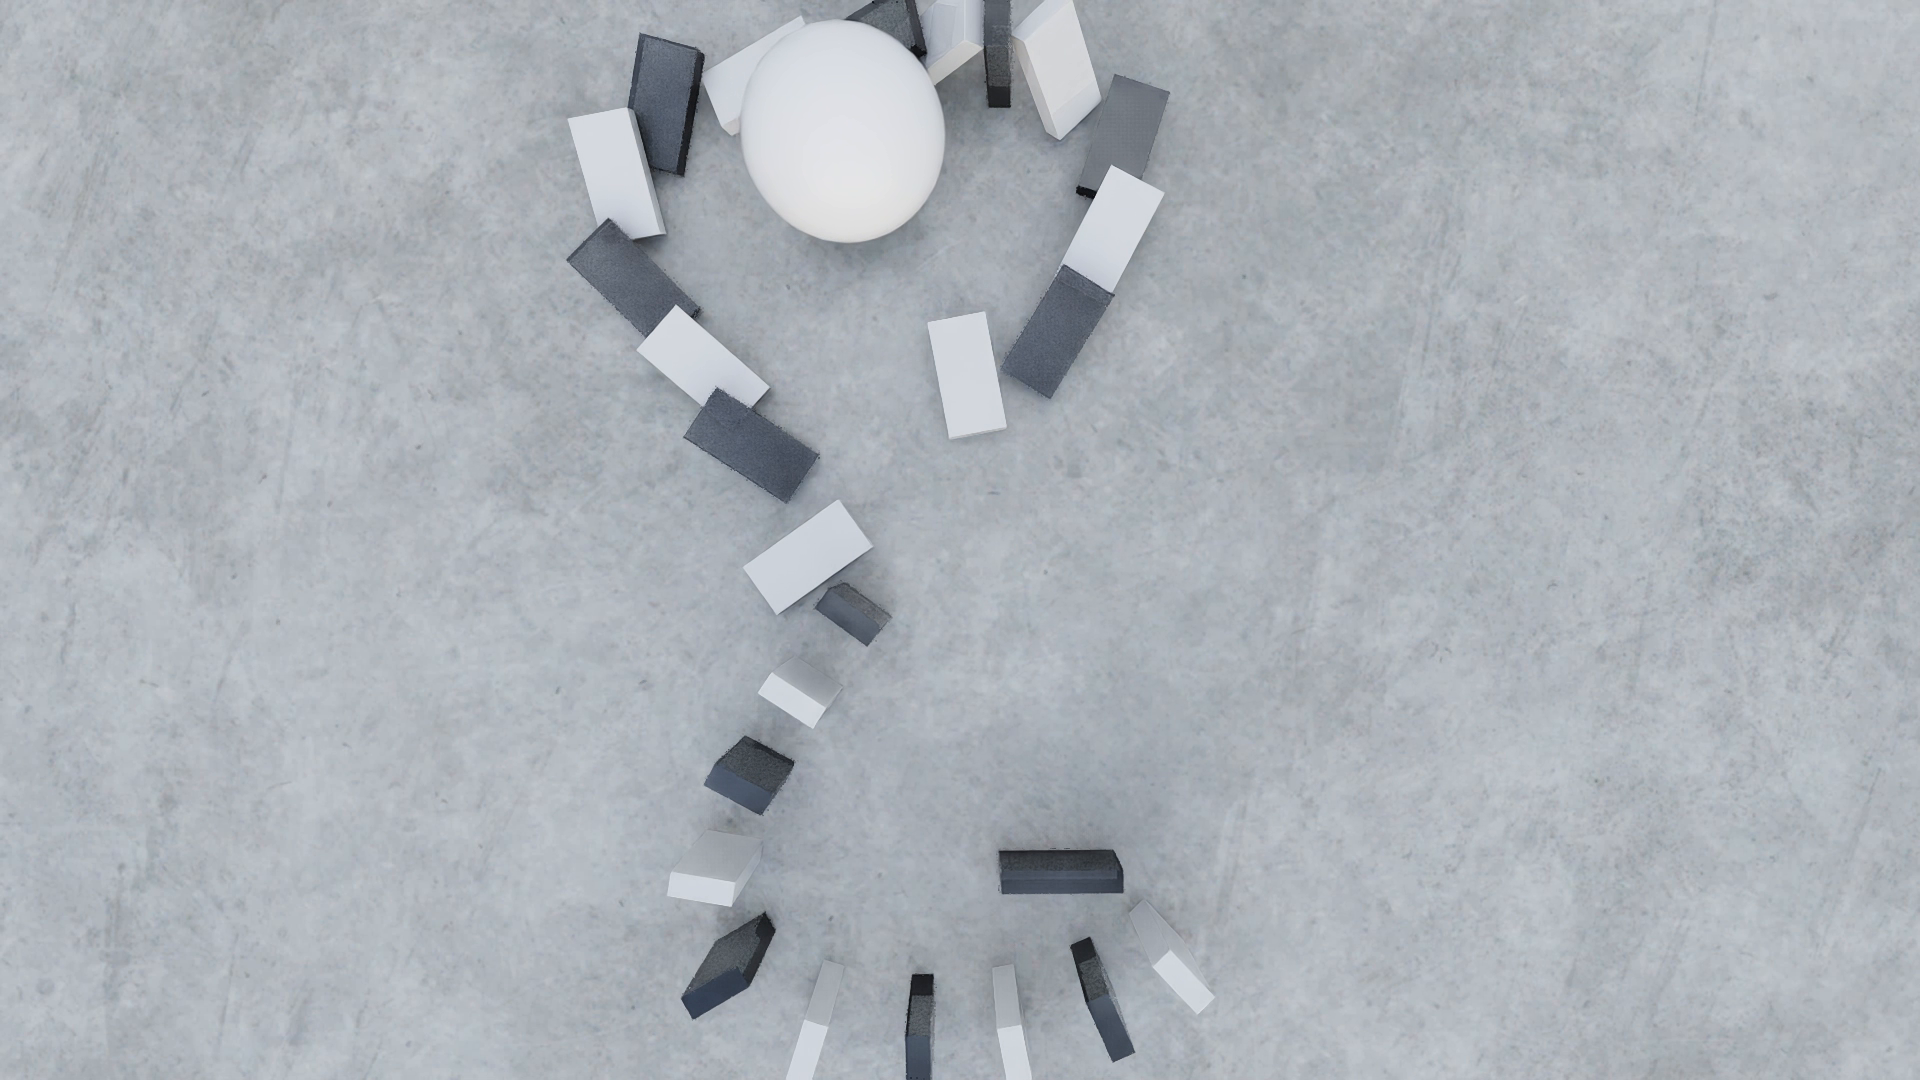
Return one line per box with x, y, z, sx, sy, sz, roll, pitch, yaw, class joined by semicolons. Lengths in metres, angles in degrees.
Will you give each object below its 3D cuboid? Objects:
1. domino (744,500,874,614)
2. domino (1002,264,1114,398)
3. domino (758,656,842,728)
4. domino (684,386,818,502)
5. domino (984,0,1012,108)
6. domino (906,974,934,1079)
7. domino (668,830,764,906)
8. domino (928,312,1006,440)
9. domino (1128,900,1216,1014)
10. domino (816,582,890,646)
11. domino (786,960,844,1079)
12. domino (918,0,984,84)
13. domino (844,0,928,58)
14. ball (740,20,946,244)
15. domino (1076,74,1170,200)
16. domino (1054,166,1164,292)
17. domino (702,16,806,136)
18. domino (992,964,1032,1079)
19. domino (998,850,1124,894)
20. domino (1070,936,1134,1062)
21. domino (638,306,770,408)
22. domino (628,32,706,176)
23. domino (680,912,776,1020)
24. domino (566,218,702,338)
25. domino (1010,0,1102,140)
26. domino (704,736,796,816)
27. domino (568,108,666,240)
-0.065;0.007;0.395;0.050;0.009;0.025;-35;90;0;domino
0.041;-0.088;0.390;0.025;0.010;0.050;32;102;0;domino
-0.064;0.061;0.375;0.025;0.050;0.010;33;90;0;domino
-0.088;-0.040;0.389;0.050;0.010;0.025;34;92;-14;domino
0.016;-0.201;0.375;0.010;0.050;0.025;2;90;4;domino
-0.016;0.202;0.375;0.010;0.050;0.025;-1;90;0;domino
-0.099;0.133;0.375;0.025;0.050;0.009;10;90;0;domino
0.003;-0.071;0.395;0.025;0.010;0.050;-11;90;0;domino
0.086;0.169;0.375;0.009;0.050;0.025;-43;90;0;domino
-0.043;0.030;0.375;0.025;0.050;0.009;36;90;0;domino
-0.059;0.196;0.375;0.010;0.050;0.025;17;90;0;domino
-0.008;-0.205;0.377;0.009;0.050;0.025;1;90;-34;domino
-0.040;-0.206;0.384;0.050;0.009;0.025;-13;90;29;domino
-0.046;-0.159;0.360;0.080;0.080;0.080;0;90;0;ball
0.070;-0.171;0.395;0.025;0.009;0.050;18;90;0;domino
0.063;-0.129;0.389;0.025;0.009;0.050;28;104;0;domino
-0.083;-0.197;0.389;0.050;0.010;0.025;-24;85;12;domino
0.021;0.198;0.375;0.009;0.050;0.025;-11;90;0;domino
0.042;0.140;0.388;0.050;0.025;0.009;0;90;0;domino
0.058;0.186;0.375;0.009;0.050;0.025;-24;90;0;domino
-0.108;-0.073;0.390;0.050;0.010;0.025;41;90;-12;domino
-0.127;-0.184;0.390;0.025;0.009;0.050;15;103;0;domino
-0.094;0.173;0.375;0.025;0.050;0.010;-30;90;0;domino
-0.138;-0.108;0.390;0.025;0.010;0.050;-45;104;0;domino
0.040;-0.194;0.376;0.025;0.050;0.009;-43;58;0;domino
-0.085;0.095;0.375;0.025;0.050;0.010;28;90;0;domino
-0.144;-0.153;0.388;0.025;0.009;0.050;-10;108;2;domino
